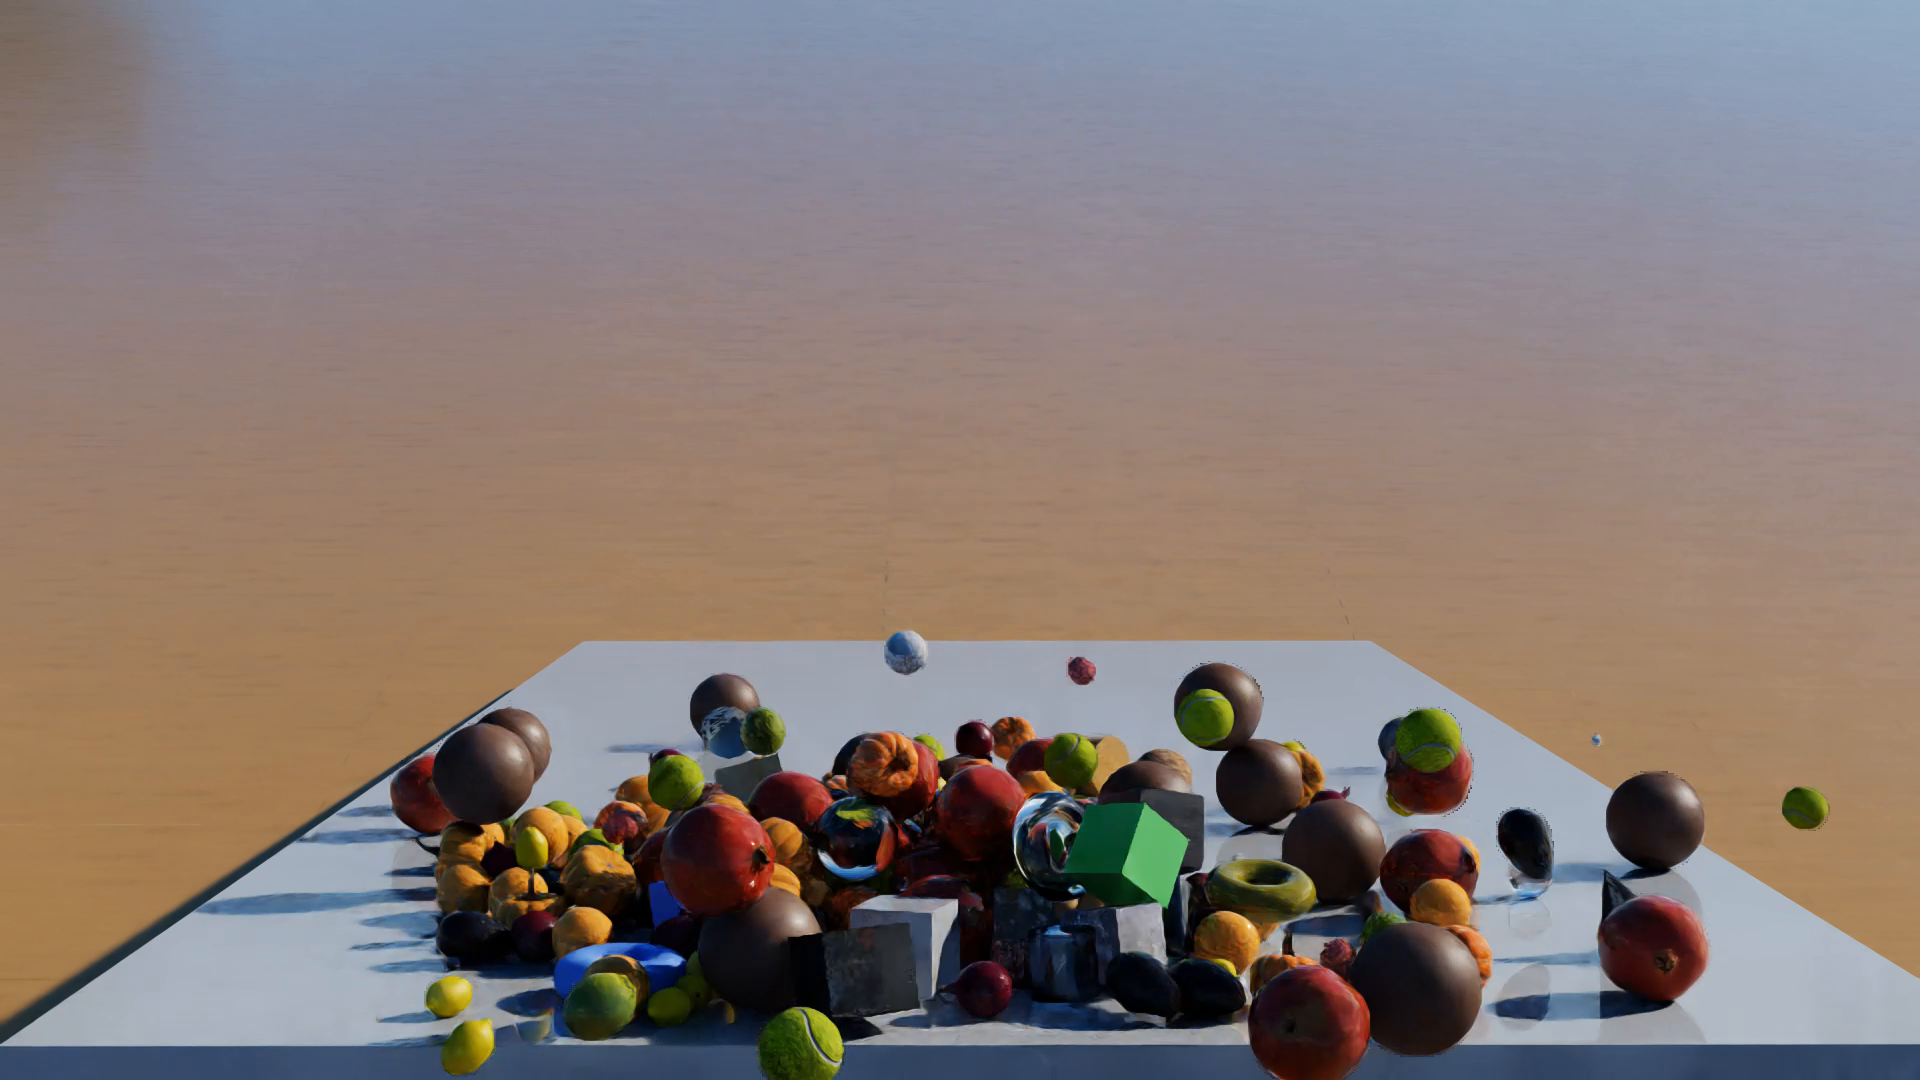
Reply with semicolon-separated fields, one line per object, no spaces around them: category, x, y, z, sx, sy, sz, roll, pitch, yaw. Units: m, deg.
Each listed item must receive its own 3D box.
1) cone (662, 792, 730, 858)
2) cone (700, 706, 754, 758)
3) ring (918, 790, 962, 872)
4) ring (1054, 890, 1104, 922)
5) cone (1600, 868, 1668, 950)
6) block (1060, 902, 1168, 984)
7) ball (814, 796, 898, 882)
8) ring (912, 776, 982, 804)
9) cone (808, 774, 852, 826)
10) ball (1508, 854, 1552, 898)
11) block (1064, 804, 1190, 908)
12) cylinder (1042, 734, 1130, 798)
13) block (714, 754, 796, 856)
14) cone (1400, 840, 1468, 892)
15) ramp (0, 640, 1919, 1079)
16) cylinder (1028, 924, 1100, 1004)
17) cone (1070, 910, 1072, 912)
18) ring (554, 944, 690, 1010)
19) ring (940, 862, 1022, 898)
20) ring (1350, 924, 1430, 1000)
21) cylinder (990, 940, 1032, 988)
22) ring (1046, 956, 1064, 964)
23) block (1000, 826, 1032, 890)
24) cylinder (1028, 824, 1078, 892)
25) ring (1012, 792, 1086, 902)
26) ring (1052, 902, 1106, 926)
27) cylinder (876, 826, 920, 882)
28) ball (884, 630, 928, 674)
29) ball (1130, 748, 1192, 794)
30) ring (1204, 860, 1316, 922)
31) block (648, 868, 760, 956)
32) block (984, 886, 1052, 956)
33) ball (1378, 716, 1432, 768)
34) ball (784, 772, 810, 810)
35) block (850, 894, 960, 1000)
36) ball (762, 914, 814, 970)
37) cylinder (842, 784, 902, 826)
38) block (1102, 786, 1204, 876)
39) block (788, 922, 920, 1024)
cone;-0.347;0.415;3.561;0.094;0.094;0.094;-18;42;-41
cone;-0.344;0.278;3.874;0.082;0.082;0.082;-6;-19;-16
ring;-0.025;0.370;3.271;0.036;0.108;0.108;-14;23;-12
ring;0.137;0.407;2.939;0.028;0.084;0.084;15;11;-29
cone;0.753;0.414;2.935;0.083;0.083;0.083;-20;-12;-4
block;0.167;0.436;2.773;0.078;0.078;0.078;-11;-8;41
ball;-0.119;0.341;2.939;0.097;0.097;0.097;0;20;0
ring;-0.020;0.390;4.013;0.112;0.037;0.112;2;0;0
cone;-0.160;0.404;3.759;0.090;0.090;0.090;31;32;24
ball;0.723;0.427;3.256;0.055;0.055;0.055;0;20;0
block;0.184;0.348;2.830;0.084;0.084;0.084;-6;53;45
cylinder;0.199;0.355;4.048;0.098;0.098;0.098;-1;15;42
block;-0.282;0.364;3.526;0.090;0.090;0.090;-14;62;-10
cone;0.611;0.431;3.271;0.077;0.077;0.077;24;25;9
ramp;0.047;0.428;4.533;2.000;0.100;4.000;0;3;0
cylinder;0.110;0.449;2.721;0.071;0.071;0.071;-3;0;0
cone;0.110;0.447;2.825;0.070;0.070;0.070;-7;20;-43
ring;-0.359;0.463;2.728;0.145;0.048;0.145;0;4;0
ring;0.027;0.434;3.286;0.108;0.036;0.108;-2;1;0
ring;0.456;0.447;2.724;0.101;0.034;0.101;-42;0;0
cylinder;0.062;0.458;2.777;0.052;0.052;0.052;-1;20;-9
ring;0.133;0.462;2.911;0.082;0.027;0.082;-1;3;0
block;0.092;0.385;3.179;0.058;0.058;0.058;38;36;-20
cylinder;0.126;0.390;3.113;0.065;0.065;0.065;14;63;33
ring;0.108;0.340;2.853;0.041;0.124;0.124;-19;3;42
ring;0.154;0.441;3.024;0.126;0.042;0.126;-8;-5;-1
cylinder;-0.103;0.410;3.399;0.073;0.073;0.073;-11;8;-27
ball;-0.076;0.158;3.607;0.062;0.062;0.062;0;20;0
ball;0.309;0.366;3.930;0.094;0.094;0.094;0;20;0
ring;0.344;0.401;2.940;0.128;0.043;0.128;2;14;0
block;-0.292;0.426;2.936;0.084;0.084;0.084;-9;-2;34
block;0.066;0.431;2.884;0.066;0.066;0.066;5;-20;-5
ball;0.755;0.344;4.355;0.088;0.088;0.088;0;20;0
ball;-0.258;0.384;3.929;0.059;0.059;0.059;0;20;0
block;-0.059;0.436;2.757;0.092;0.092;0.092;0;2;18
ball;-0.191;0.448;2.865;0.060;0.060;0.060;0;20;0
cylinder;-0.132;0.391;3.536;0.094;0.094;0.094;2;4;5
block;0.233;0.356;3.111;0.089;0.089;0.089;12;-21;-25
block;-0.107;0.437;2.597;0.087;0.087;0.087;0;-11;-43
